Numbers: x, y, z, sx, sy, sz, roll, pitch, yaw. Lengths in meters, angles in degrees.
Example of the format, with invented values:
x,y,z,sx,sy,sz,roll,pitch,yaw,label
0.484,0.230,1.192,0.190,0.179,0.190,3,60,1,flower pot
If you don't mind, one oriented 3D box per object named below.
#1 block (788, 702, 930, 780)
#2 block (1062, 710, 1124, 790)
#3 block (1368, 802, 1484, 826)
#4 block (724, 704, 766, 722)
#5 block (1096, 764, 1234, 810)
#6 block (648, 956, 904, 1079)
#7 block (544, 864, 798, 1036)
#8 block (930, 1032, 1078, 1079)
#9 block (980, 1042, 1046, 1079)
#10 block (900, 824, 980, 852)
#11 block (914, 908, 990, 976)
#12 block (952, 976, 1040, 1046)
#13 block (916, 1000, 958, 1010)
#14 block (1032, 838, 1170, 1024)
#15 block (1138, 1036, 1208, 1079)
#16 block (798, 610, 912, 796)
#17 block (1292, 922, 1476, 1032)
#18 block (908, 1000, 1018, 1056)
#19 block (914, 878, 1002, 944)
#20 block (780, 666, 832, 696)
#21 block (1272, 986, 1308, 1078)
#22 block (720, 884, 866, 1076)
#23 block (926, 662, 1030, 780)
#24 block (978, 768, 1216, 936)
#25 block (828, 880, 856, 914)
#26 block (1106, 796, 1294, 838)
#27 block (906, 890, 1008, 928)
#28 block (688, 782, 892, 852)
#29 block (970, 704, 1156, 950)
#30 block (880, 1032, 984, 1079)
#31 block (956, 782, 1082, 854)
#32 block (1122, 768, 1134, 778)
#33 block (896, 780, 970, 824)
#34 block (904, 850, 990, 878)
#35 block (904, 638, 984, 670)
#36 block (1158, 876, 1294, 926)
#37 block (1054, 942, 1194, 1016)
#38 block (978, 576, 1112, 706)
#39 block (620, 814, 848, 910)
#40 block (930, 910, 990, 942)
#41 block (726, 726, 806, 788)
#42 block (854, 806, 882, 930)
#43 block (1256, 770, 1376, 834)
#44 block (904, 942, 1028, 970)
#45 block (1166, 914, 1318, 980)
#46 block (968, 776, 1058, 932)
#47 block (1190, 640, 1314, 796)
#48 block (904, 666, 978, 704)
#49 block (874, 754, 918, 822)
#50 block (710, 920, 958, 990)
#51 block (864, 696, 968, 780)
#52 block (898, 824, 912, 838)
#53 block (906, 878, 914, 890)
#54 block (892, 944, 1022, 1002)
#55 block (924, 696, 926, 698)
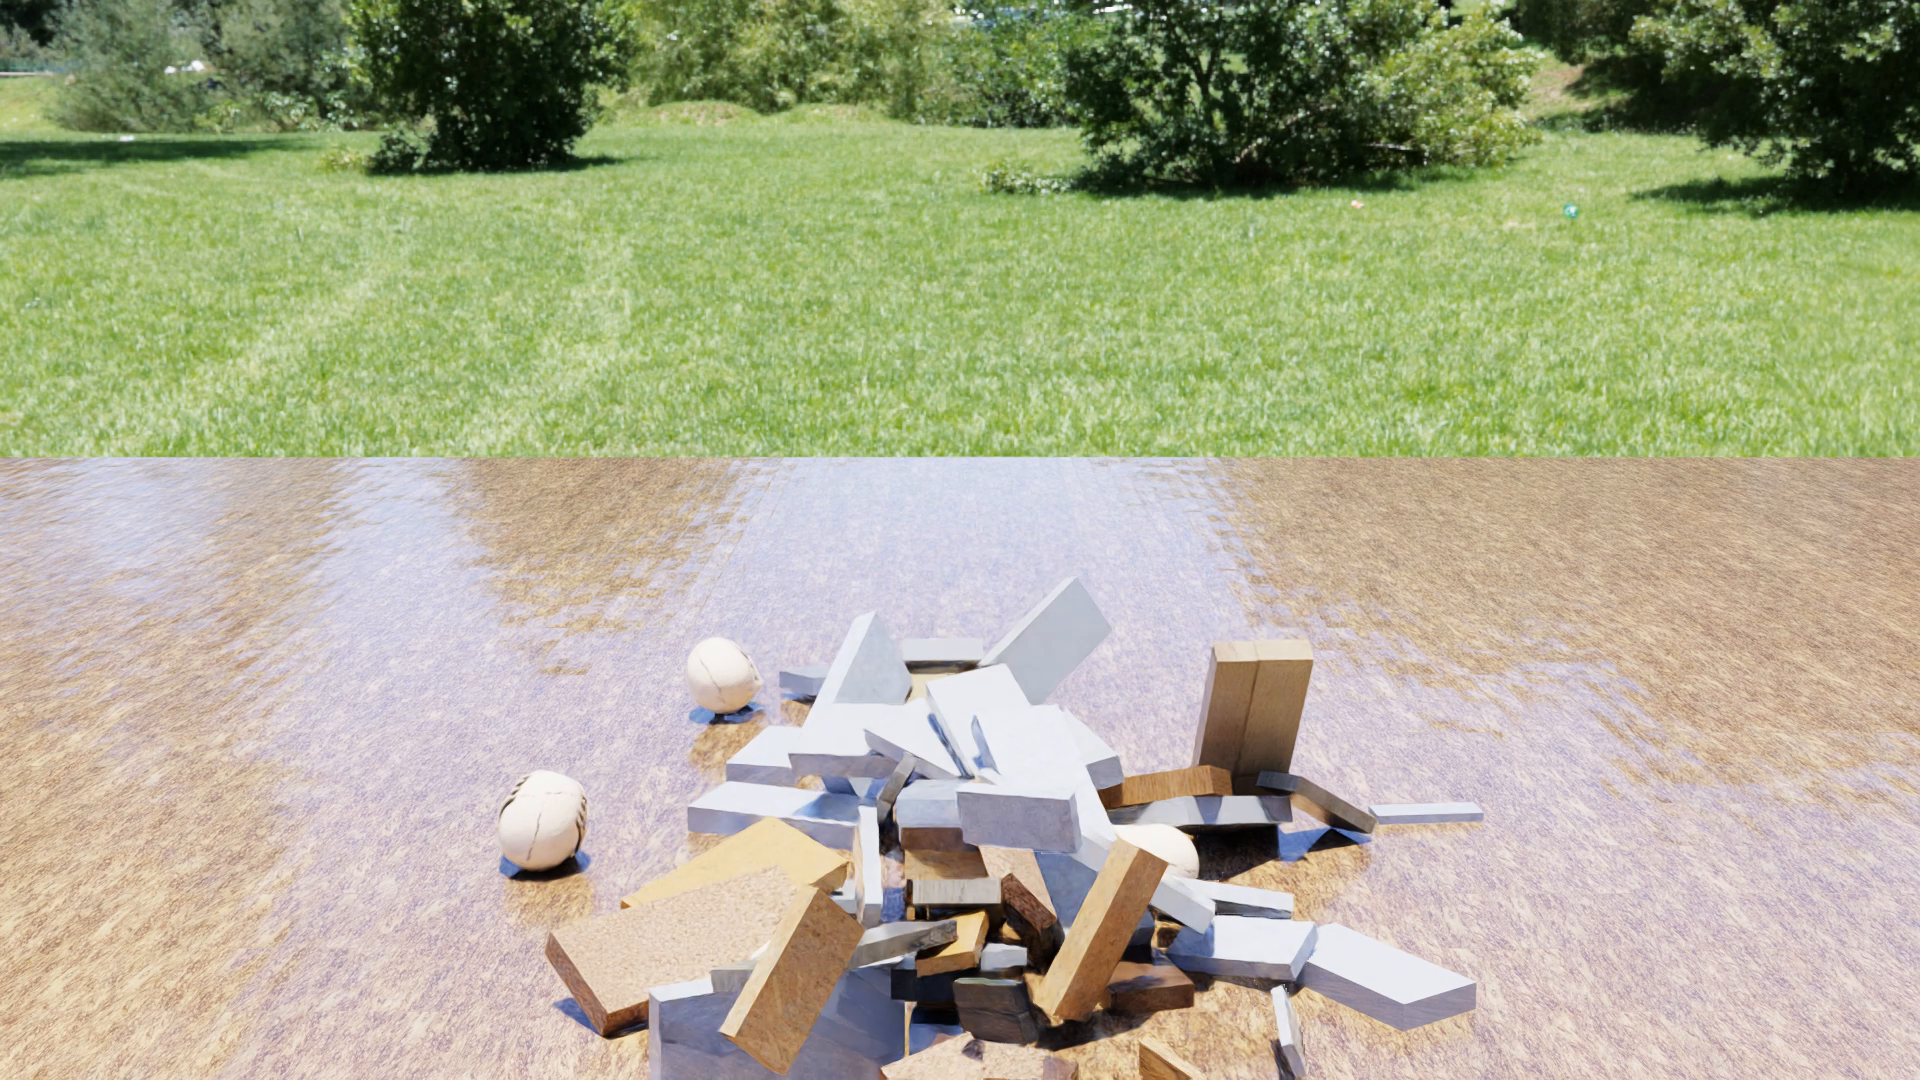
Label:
x,y,z,sx,sy,sz,roll,pitch,yaw,label
-0.120,0.359,3.917,0.334,0.047,0.167,0,28,25,block
0.153,0.378,3.810,0.172,0.049,0.344,-16,11,-9,block
0.862,0.506,4.071,0.200,0.018,0.063,-1,11,-6,block
-0.467,0.377,4.780,0.046,0.013,0.093,5,12,27,block
0.286,0.438,3.766,0.332,0.047,0.166,-10,-12,17,block
-0.238,0.649,2.887,0.338,0.169,0.048,-5,12,-24,block
-0.393,0.600,3.250,0.400,0.048,0.169,-11,43,-39,block
-0.006,0.687,2.446,0.174,0.049,0.348,7,26,20,block
0.049,0.580,2.265,0.063,0.018,0.126,7,45,4,block
-0.004,0.444,3.317,0.115,0.033,0.230,-1,-4,13,block
-0.009,0.518,2.839,0.077,0.022,0.154,-12,9,9,block
0.037,0.504,2.358,0.018,0.063,0.126,-14,-1,-31,block
0.011,0.632,3.121,0.140,0.040,0.281,1,-6,0,block
0.200,0.551,3.097,0.036,0.256,0.128,25,-5,30,block
0.278,0.699,2.868,0.016,0.056,0.112,-23,33,-34,block
-0.198,0.325,4.287,0.049,0.172,0.477,-20,20,20,block
0.604,0.645,3.261,0.147,0.042,0.293,-7,13,-33,block
0.005,0.656,2.959,0.140,0.040,0.281,1,-6,0,block
-0.003,0.533,3.105,0.115,0.033,0.449,0,-18,0,block
-0.252,0.312,4.980,0.281,0.040,0.140,-3,6,-36,block
0.449,0.671,3.002,0.016,0.056,0.133,-22,20,11,block
-0.170,0.449,2.250,0.024,0.172,0.086,5,-33,45,block
0.054,0.319,3.721,0.147,0.042,0.293,-13,32,-12,block
0.199,0.466,3.313,0.404,0.037,0.130,30,1,7,block
-0.182,0.580,3.577,0.085,0.024,0.169,-3,1,-10,block
0.416,0.478,3.800,0.166,0.047,0.332,-16,-15,37,block
-0.006,0.566,3.374,0.148,0.042,0.296,0,-12,-1,block
-0.309,0.502,4.012,0.334,0.047,0.167,4,11,20,block
0.156,0.447,3.464,0.147,0.042,0.464,-4,43,-20,block
0.023,0.613,2.286,0.113,0.032,0.227,-15,36,-30,block
0.061,0.287,2.270,0.126,0.063,0.018,1,24,25,block
0.182,0.411,4.073,0.344,0.049,0.172,30,15,6,block
-0.027,0.409,3.441,0.128,0.036,0.256,0,0,3,block
-0.010,0.484,3.366,0.148,0.042,0.296,0,-4,-2,block
-0.039,0.286,4.718,0.166,0.047,0.332,0,-21,-2,block
0.413,0.575,3.437,0.206,0.103,0.029,7,54,9,block
0.242,0.641,3.293,0.128,0.036,0.257,-3,11,-16,block
0.162,0.201,4.123,0.261,0.130,0.037,-43,19,-28,block
-0.352,0.554,3.461,0.169,0.048,0.338,26,32,30,block
0.002,0.560,3.100,0.077,0.022,0.355,0,-18,2,block
-0.358,0.432,4.411,0.140,0.040,0.281,2,11,12,block
-0.129,0.466,3.067,0.024,0.086,0.172,3,42,-9,block
0.636,0.468,3.925,0.206,0.029,0.103,31,-16,-31,block
0.007,0.541,2.885,0.077,0.022,0.154,4,-5,-43,block
0.425,0.612,3.314,0.206,0.029,0.103,-2,27,33,block
0.068,0.445,3.128,0.033,0.115,0.230,-37,30,9,block
0.506,0.348,3.893,0.167,0.434,0.047,-1,42,-5,block
-0.030,0.366,4.452,0.166,0.047,0.332,-3,29,-5,block
-0.106,0.401,3.564,0.024,0.085,0.169,29,5,3,block
-0.144,0.501,2.664,0.086,0.024,0.394,-7,-4,32,block
-0.034,0.352,3.785,0.131,0.037,0.261,-27,31,-32,block
-0.004,0.497,3.841,0.141,0.040,0.283,-2,-5,12,block
-0.010,0.547,3.543,0.148,0.042,0.296,0,-7,-1,block
0.000,0.575,2.930,0.140,0.040,0.281,0,-4,7,block
-0.040,0.343,4.305,0.105,0.030,0.210,1,7,10,block
